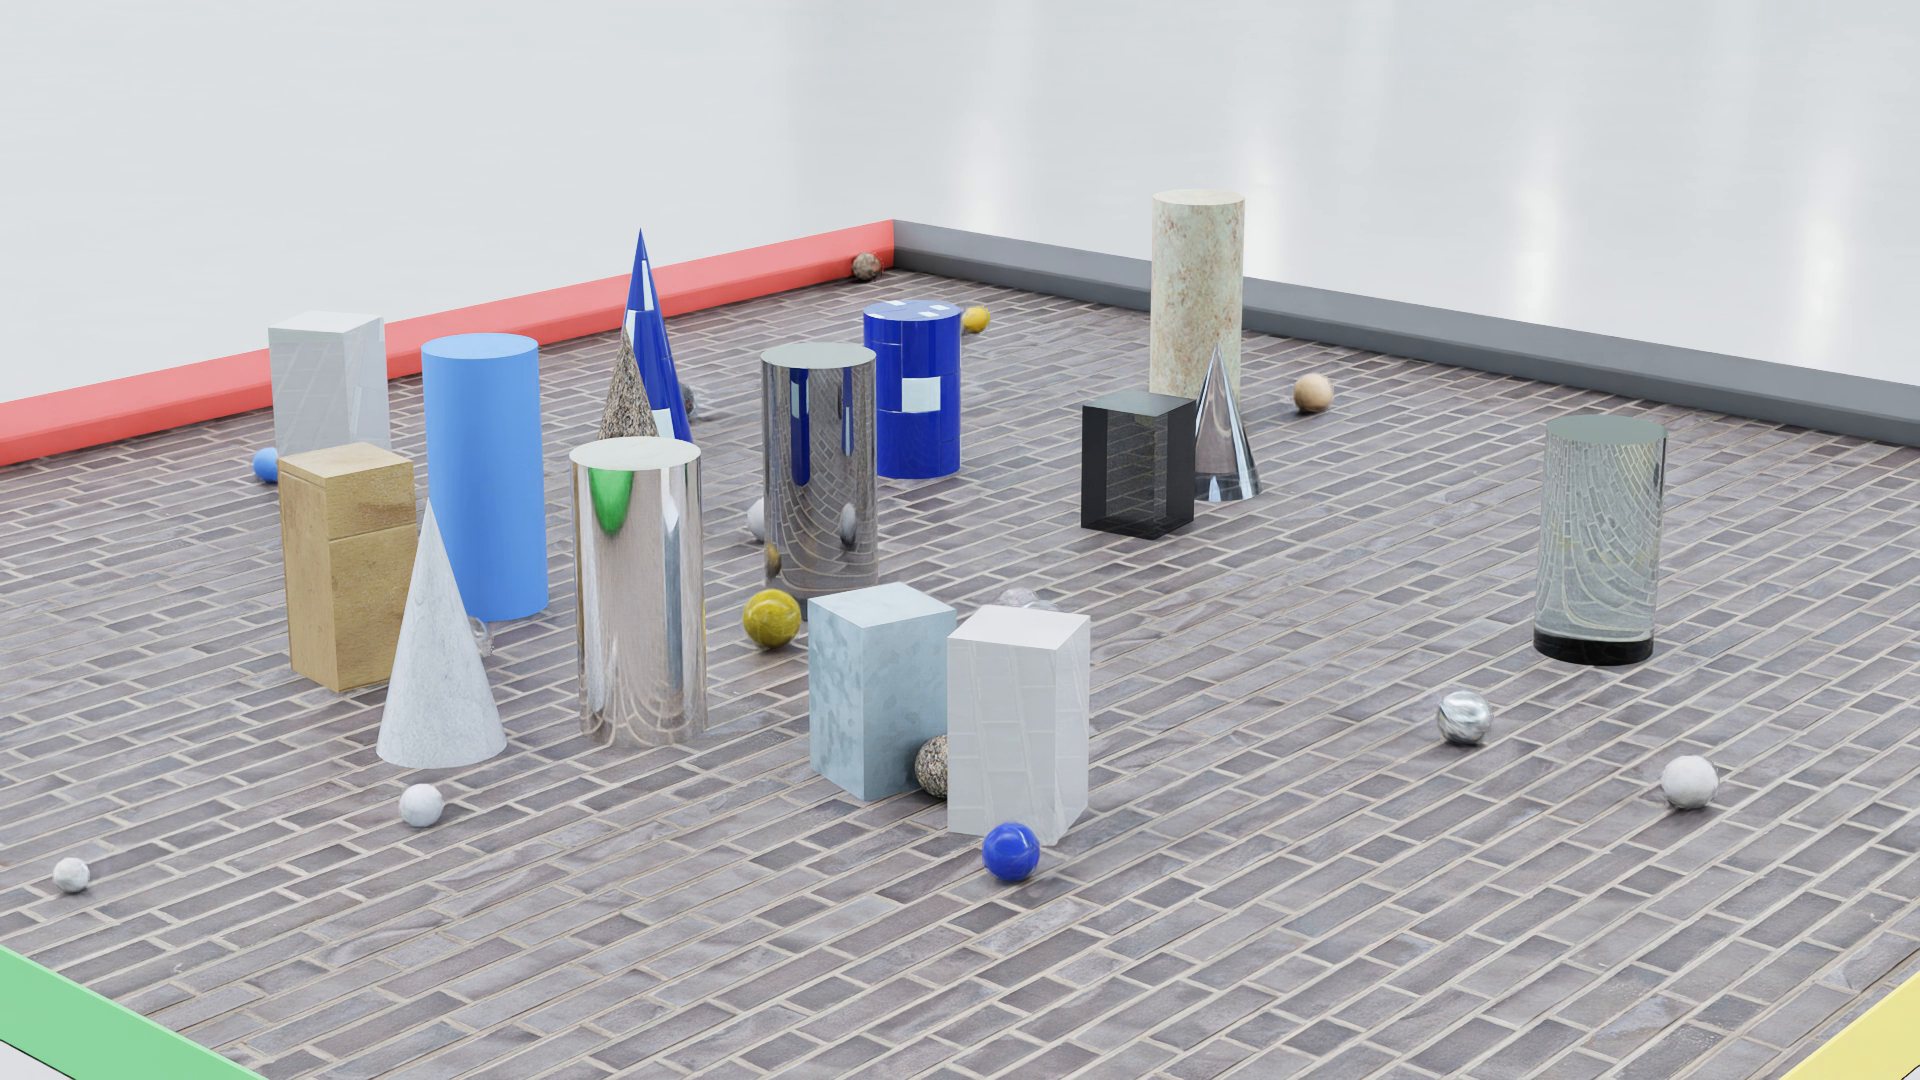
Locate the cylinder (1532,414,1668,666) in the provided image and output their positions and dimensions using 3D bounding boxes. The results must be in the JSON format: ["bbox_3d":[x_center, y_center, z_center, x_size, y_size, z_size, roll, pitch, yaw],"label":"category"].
[{"bbox_3d":[1.049,-0.001,4.808,0.196,0.372,0.196,0,17,0],"label":"cylinder"}]

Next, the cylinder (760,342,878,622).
[{"bbox_3d":[-0.239,-0.100,5.017,0.196,0.442,0.196,0,17,0],"label":"cylinder"}]

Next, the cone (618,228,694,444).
[{"bbox_3d":[-0.648,-0.414,6.013,0.196,0.467,0.196,0,17,0],"label":"cone"}]

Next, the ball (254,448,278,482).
[{"bbox_3d":[-1.368,-0.149,5.823,0.070,0.070,0.070,0,17,0],"label":"ball"}]

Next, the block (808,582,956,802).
[{"bbox_3d":[-0.113,0.218,4.270,0.156,0.263,0.156,-10,20,-31],"label":"block"}]

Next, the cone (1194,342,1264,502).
[{"bbox_3d":[0.501,-0.246,5.748,0.196,0.298,0.196,0,17,0],"label":"cone"}]

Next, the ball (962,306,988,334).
[{"bbox_3d":[0.037,-0.533,7.105,0.064,0.064,0.064,0,17,0],"label":"ball"}]

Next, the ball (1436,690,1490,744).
[{"bbox_3d":[0.760,0.268,4.422,0.081,0.081,0.081,0,17,0],"label":"ball"}]

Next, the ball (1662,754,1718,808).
[{"bbox_3d":[1.039,0.344,4.175,0.077,0.077,0.077,0,17,0],"label":"ball"}]

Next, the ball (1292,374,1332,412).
[{"bbox_3d":[0.764,-0.318,6.358,0.084,0.084,0.084,0,17,0],"label":"ball"}]

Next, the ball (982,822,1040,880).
[{"bbox_3d":[0.069,0.417,3.931,0.078,0.078,0.078,0,17,0],"label":"ball"}]

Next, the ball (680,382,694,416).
[{"bbox_3d":[-0.612,-0.300,6.297,0.084,0.084,0.084,0,17,0],"label":"ball"}]

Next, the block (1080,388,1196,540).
[{"bbox_3d":[0.336,-0.144,5.514,0.156,0.237,0.156,11,20,32],"label":"block"}]

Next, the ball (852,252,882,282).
[{"bbox_3d":[-0.245,-0.716,7.696,0.075,0.075,0.075,0,17,0],"label":"ball"}]

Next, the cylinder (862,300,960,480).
[{"bbox_3d":[-0.096,-0.304,5.899,0.196,0.323,0.196,0,17,0],"label":"cylinder"}]

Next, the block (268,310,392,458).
[{"bbox_3d":[-1.189,-0.229,5.554,0.156,0.378,0.156,5,18,17],"label":"block"}]

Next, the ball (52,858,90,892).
[{"bbox_3d":[-1.180,0.445,3.893,0.047,0.047,0.047,0,17,0],"label":"ball"}]

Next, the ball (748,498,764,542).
[{"bbox_3d":[-0.352,-0.037,5.429,0.083,0.083,0.083,0,17,0],"label":"ball"}]

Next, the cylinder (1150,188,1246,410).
[{"bbox_3d":[0.508,-0.502,6.295,0.196,0.473,0.196,0,17,0],"label":"cylinder"}]

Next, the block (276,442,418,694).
[{"bbox_3d":[-0.975,0.042,4.697,0.156,0.354,0.156,-14,22,-38],"label":"block"}]

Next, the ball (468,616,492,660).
[{"bbox_3d":[-0.802,0.163,4.770,0.080,0.080,0.080,0,17,0],"label":"ball"}]

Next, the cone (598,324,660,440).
[{"bbox_3d":[-0.631,-0.232,5.574,0.196,0.372,0.196,0,17,0],"label":"cone"}]

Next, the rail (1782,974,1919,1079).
[{"bbox_3d":[1.510,0.410,3.865,0.045,0.127,4.112,14,22,39],"label":"rail"}]

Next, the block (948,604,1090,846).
[{"bbox_3d":[0.083,0.257,4.103,0.156,0.286,0.156,6,18,19],"label":"block"}]

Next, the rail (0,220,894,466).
[{"bbox_3d":[-1.510,-0.347,6.376,0.045,0.127,4.112,14,22,39],"label":"rail"}]

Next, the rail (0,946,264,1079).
[{"bbox_3d":[-1.332,0.475,3.651,4.048,0.127,0.045,14,22,39],"label":"rail"}]

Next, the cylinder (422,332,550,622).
[{"bbox_3d":[-0.811,-0.109,5.015,0.196,0.458,0.196,0,17,0],"label":"cylinder"}]

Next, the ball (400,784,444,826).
[{"bbox_3d":[-0.755,0.372,4.112,0.060,0.060,0.060,0,17,0],"label":"ball"}]

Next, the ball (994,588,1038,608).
[{"bbox_3d":[0.096,0.121,4.908,0.081,0.081,0.081,0,17,0],"label":"ball"}]

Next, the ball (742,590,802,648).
[{"bbox_3d":[-0.311,0.130,4.847,0.098,0.098,0.098,0,17,0],"label":"ball"}]

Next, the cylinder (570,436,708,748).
[{"bbox_3d":[-0.485,0.077,4.443,0.196,0.433,0.196,0,17,0],"label":"cylinder"}]

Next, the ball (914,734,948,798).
[{"bbox_3d":[-0.019,0.325,4.212,0.092,0.092,0.092,0,17,0],"label":"ball"}]

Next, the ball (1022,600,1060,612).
[{"bbox_3d":[0.130,0.142,4.835,0.083,0.083,0.083,0,17,0],"label":"ball"}]

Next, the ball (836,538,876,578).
[{"bbox_3d":[-0.186,0.032,5.218,0.071,0.071,0.071,0,17,0],"label":"ball"}]

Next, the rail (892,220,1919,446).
[{"bbox_3d":[1.332,-0.411,6.589,4.048,0.127,0.045,14,22,39],"label":"rail"}]

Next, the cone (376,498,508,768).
[{"bbox_3d":[-0.782,0.123,4.367,0.196,0.390,0.196,0,17,0],"label":"cone"}]
